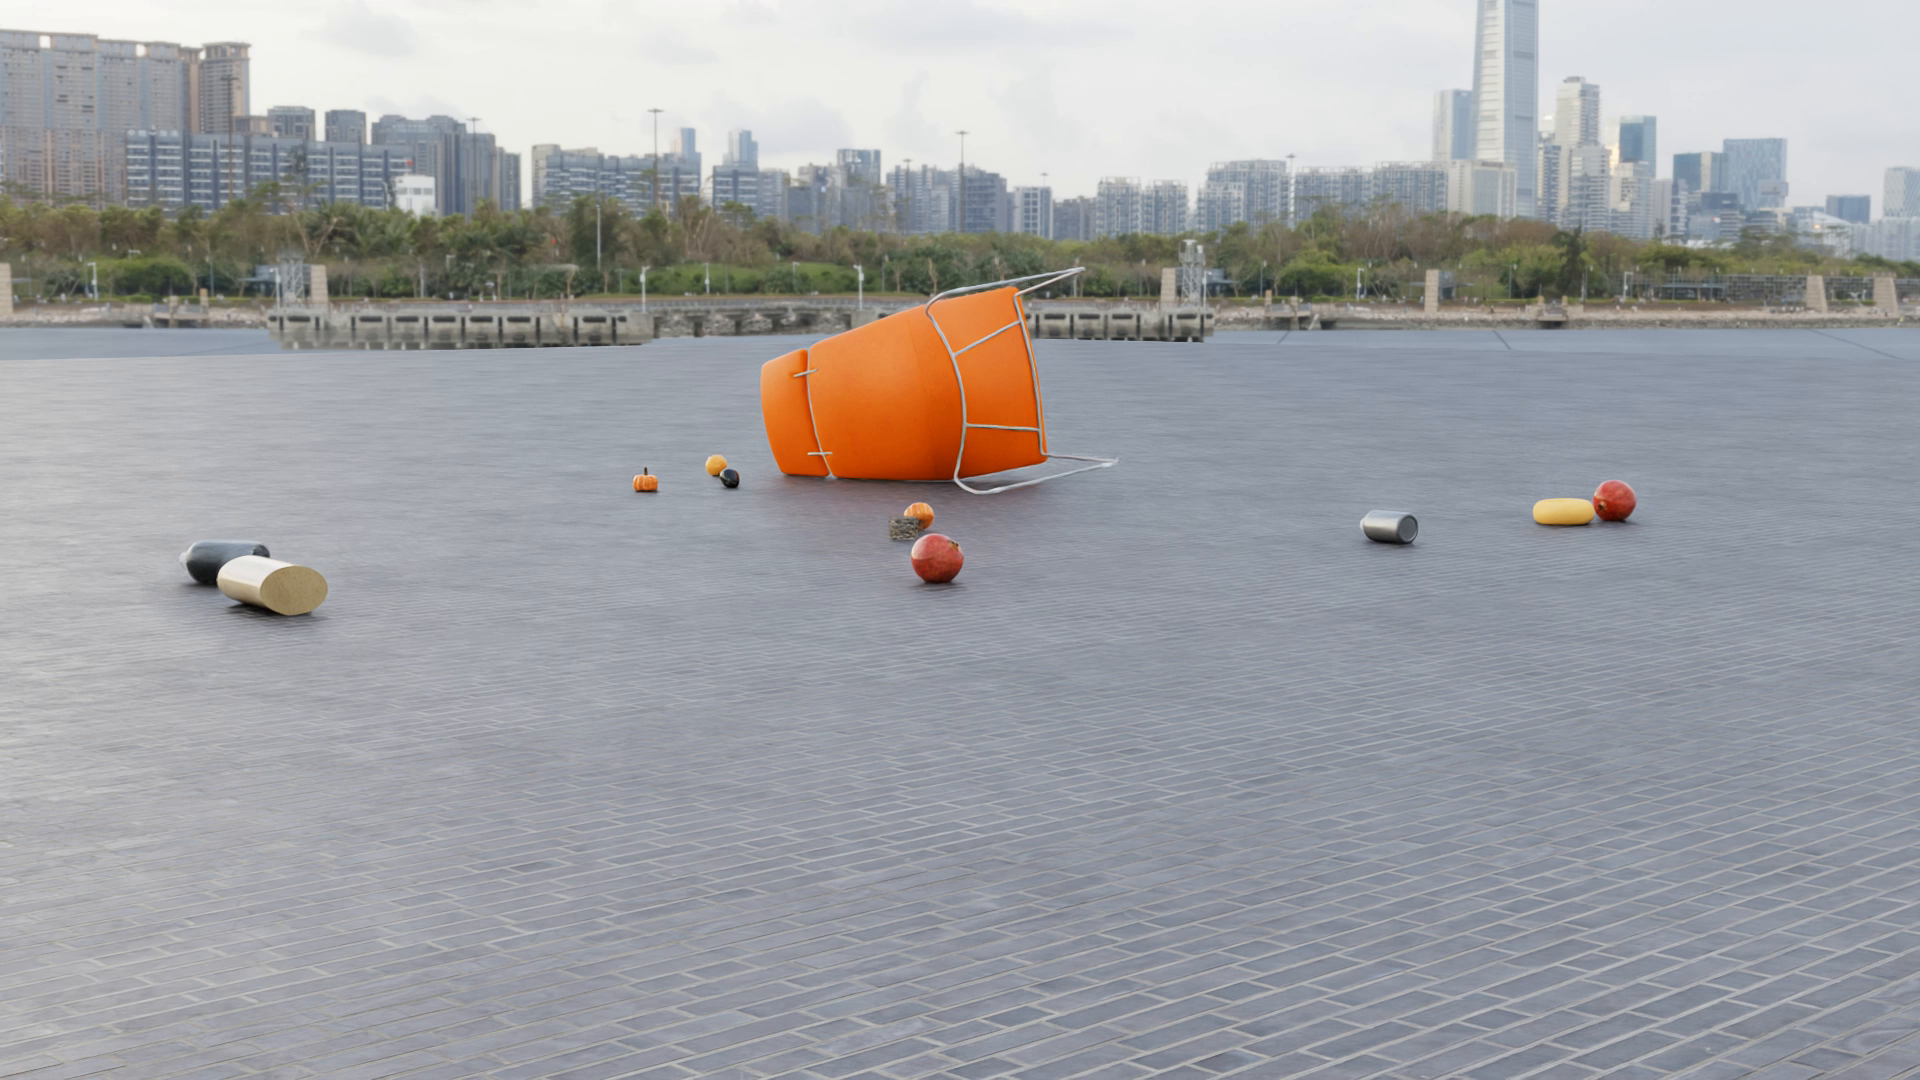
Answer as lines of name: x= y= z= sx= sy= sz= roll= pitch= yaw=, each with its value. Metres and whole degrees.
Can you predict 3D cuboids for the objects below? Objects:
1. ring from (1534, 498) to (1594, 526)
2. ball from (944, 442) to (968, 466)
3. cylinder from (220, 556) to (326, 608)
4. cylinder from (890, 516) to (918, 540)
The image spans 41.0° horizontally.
ring: x=1.609 y=-0.075 z=6.838 sx=0.162 sy=0.063 sz=0.160 roll=-6 pitch=8 yaw=-39
ball: x=-0.016 y=-0.301 z=8.930 sx=0.083 sy=0.083 sz=0.083 roll=0 pitch=6 yaw=0
cylinder: x=-1.364 y=0.088 z=5.085 sx=0.139 sy=0.096 sz=0.230 roll=8 pitch=-8 yaw=-33
cylinder: x=-0.142 y=-0.031 z=6.454 sx=0.075 sy=0.052 sz=0.064 roll=2 pitch=6 yaw=18
